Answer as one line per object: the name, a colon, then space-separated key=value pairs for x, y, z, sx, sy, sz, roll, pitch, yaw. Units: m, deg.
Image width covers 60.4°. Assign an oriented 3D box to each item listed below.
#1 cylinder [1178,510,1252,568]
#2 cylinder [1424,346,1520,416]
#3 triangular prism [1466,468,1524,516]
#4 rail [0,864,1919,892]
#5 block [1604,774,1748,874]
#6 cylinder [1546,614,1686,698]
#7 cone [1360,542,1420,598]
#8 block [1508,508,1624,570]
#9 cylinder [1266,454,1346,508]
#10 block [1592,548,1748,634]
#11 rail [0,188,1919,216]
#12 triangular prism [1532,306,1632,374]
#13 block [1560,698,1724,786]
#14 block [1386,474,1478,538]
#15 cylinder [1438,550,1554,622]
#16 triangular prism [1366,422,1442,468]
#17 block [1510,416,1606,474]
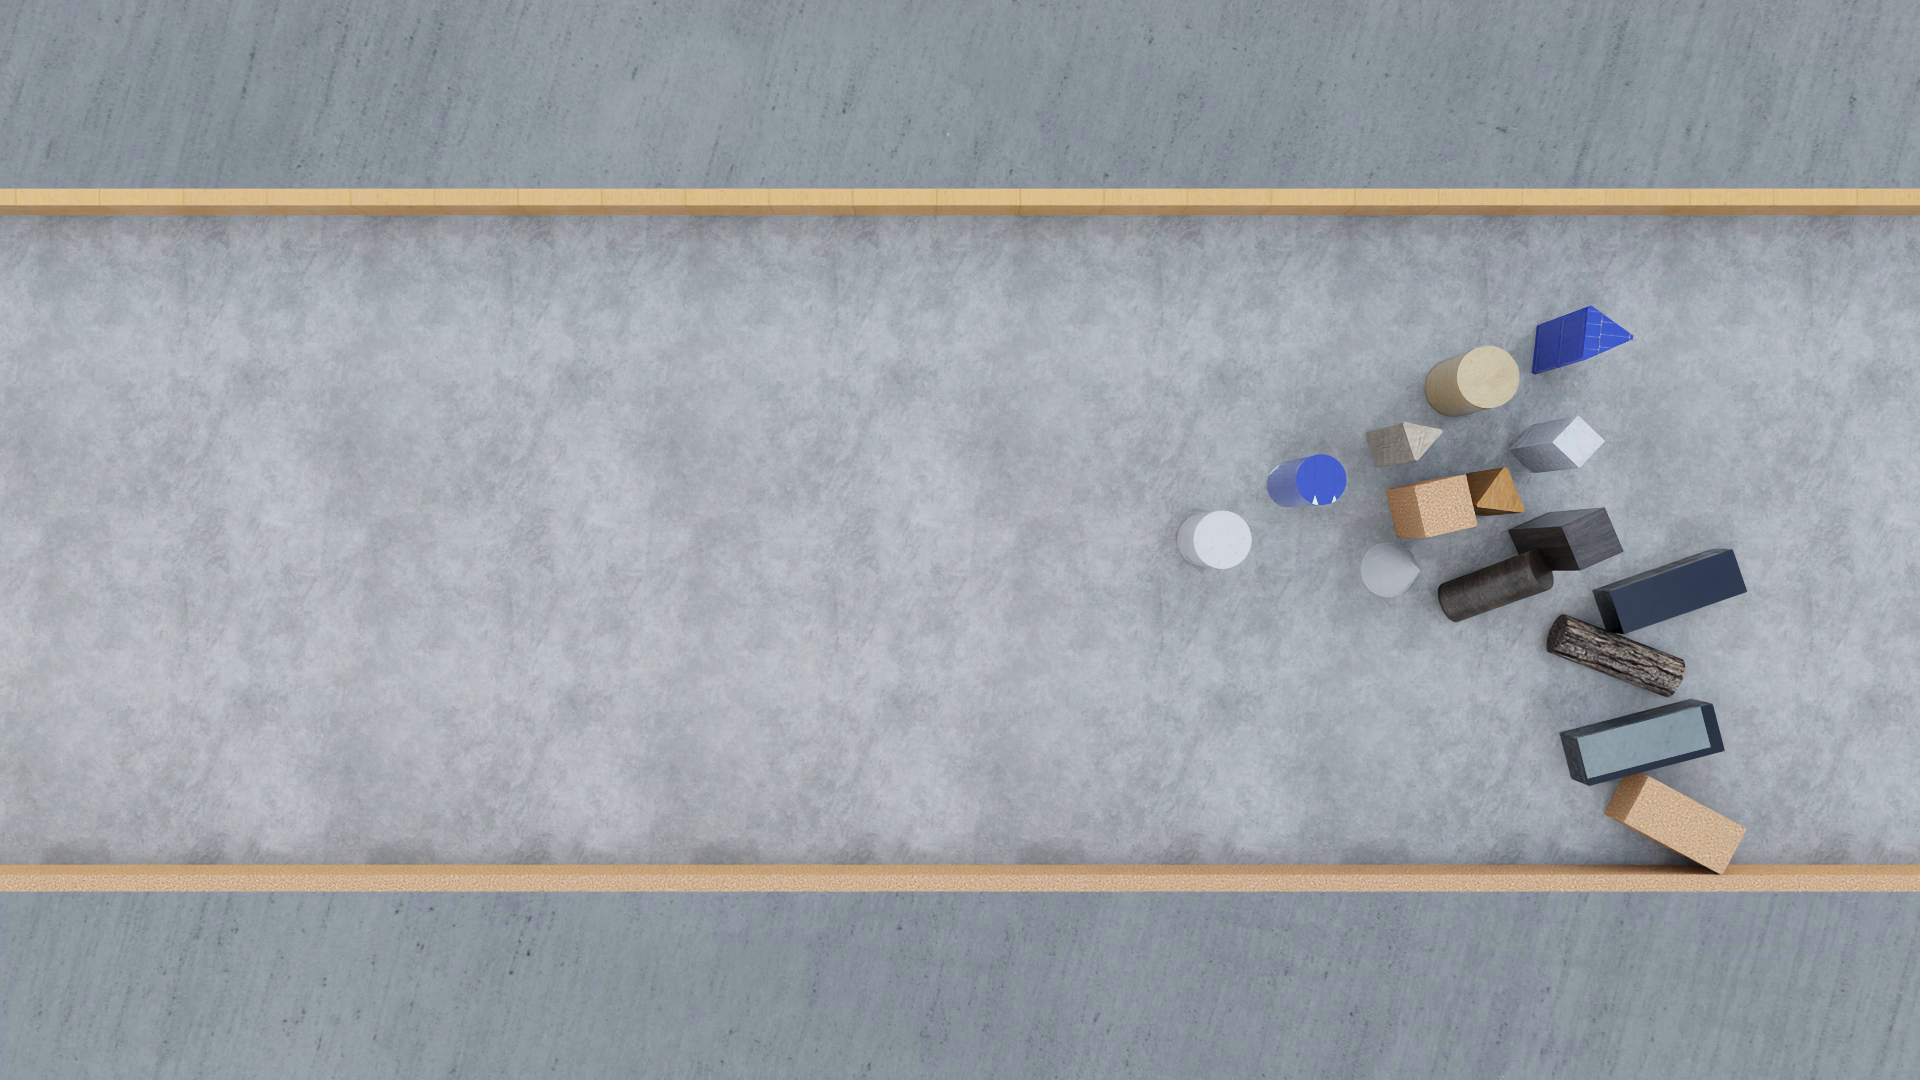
cylinder: x=0.752 y=-0.001 z=4.899 sx=0.167 sy=0.355 sz=0.167 roll=0 pitch=90 yaw=0
cylinder: x=1.520 y=-0.469 z=4.912 sx=0.180 sy=0.329 sz=0.180 roll=0 pitch=90 yaw=0
triangular prism: x=1.564 y=-0.148 z=4.921 sx=0.140 sy=0.308 sz=0.122 roll=7 pitch=89 yaw=-2
rail: x=-2.247 y=1.025 z=5.001 sx=12.000 sy=0.150 sz=0.050 roll=0 pitch=90 yaw=0
block: x=2.165 y=0.852 z=4.998 sx=0.333 sy=0.157 sz=0.157 roll=28 pitch=90 yaw=0
cylinder: x=1.992 y=0.351 z=5.014 sx=0.380 sy=0.126 sz=0.126 roll=21 pitch=90 yaw=0
cone: x=1.319 y=0.091 z=4.900 sx=0.172 sy=0.353 sz=0.172 roll=0 pitch=90 yaw=0
block: x=1.784 y=0.001 z=4.873 sx=0.137 sy=0.400 sz=0.137 roll=-23 pitch=90 yaw=-3
cylinder: x=1.016 y=-0.170 z=4.857 sx=0.143 sy=0.439 sz=0.143 roll=0 pitch=90 yaw=0
block: x=2.152 y=0.155 z=5.008 sx=0.391 sy=0.136 sz=0.136 roll=-19 pitch=90 yaw=0
rail: x=-2.247 y=-1.025 z=5.002 sx=12.000 sy=0.150 sz=0.050 roll=0 pitch=90 yaw=0
triangular prism: x=1.806 y=-0.602 z=4.869 sx=0.153 sy=0.415 sz=0.133 roll=-24 pitch=90 yaw=0
block: x=2.066 y=0.612 z=5.003 sx=0.419 sy=0.147 sz=0.147 roll=-14 pitch=90 yaw=0
block: x=1.402 y=-0.098 z=4.918 sx=0.153 sy=0.318 sz=0.153 roll=-13 pitch=90 yaw=0
cylinder: x=1.597 y=0.139 z=4.925 sx=0.312 sy=0.126 sz=0.126 roll=-27 pitch=90 yaw=42
triangular prism: x=1.287 y=-0.298 z=4.863 sx=0.098 sy=0.427 sz=0.113 roll=41 pitch=90 yaw=0
block: x=1.764 y=-0.280 z=4.889 sx=0.106 sy=0.375 sz=0.106 roll=44 pitch=90 yaw=0
